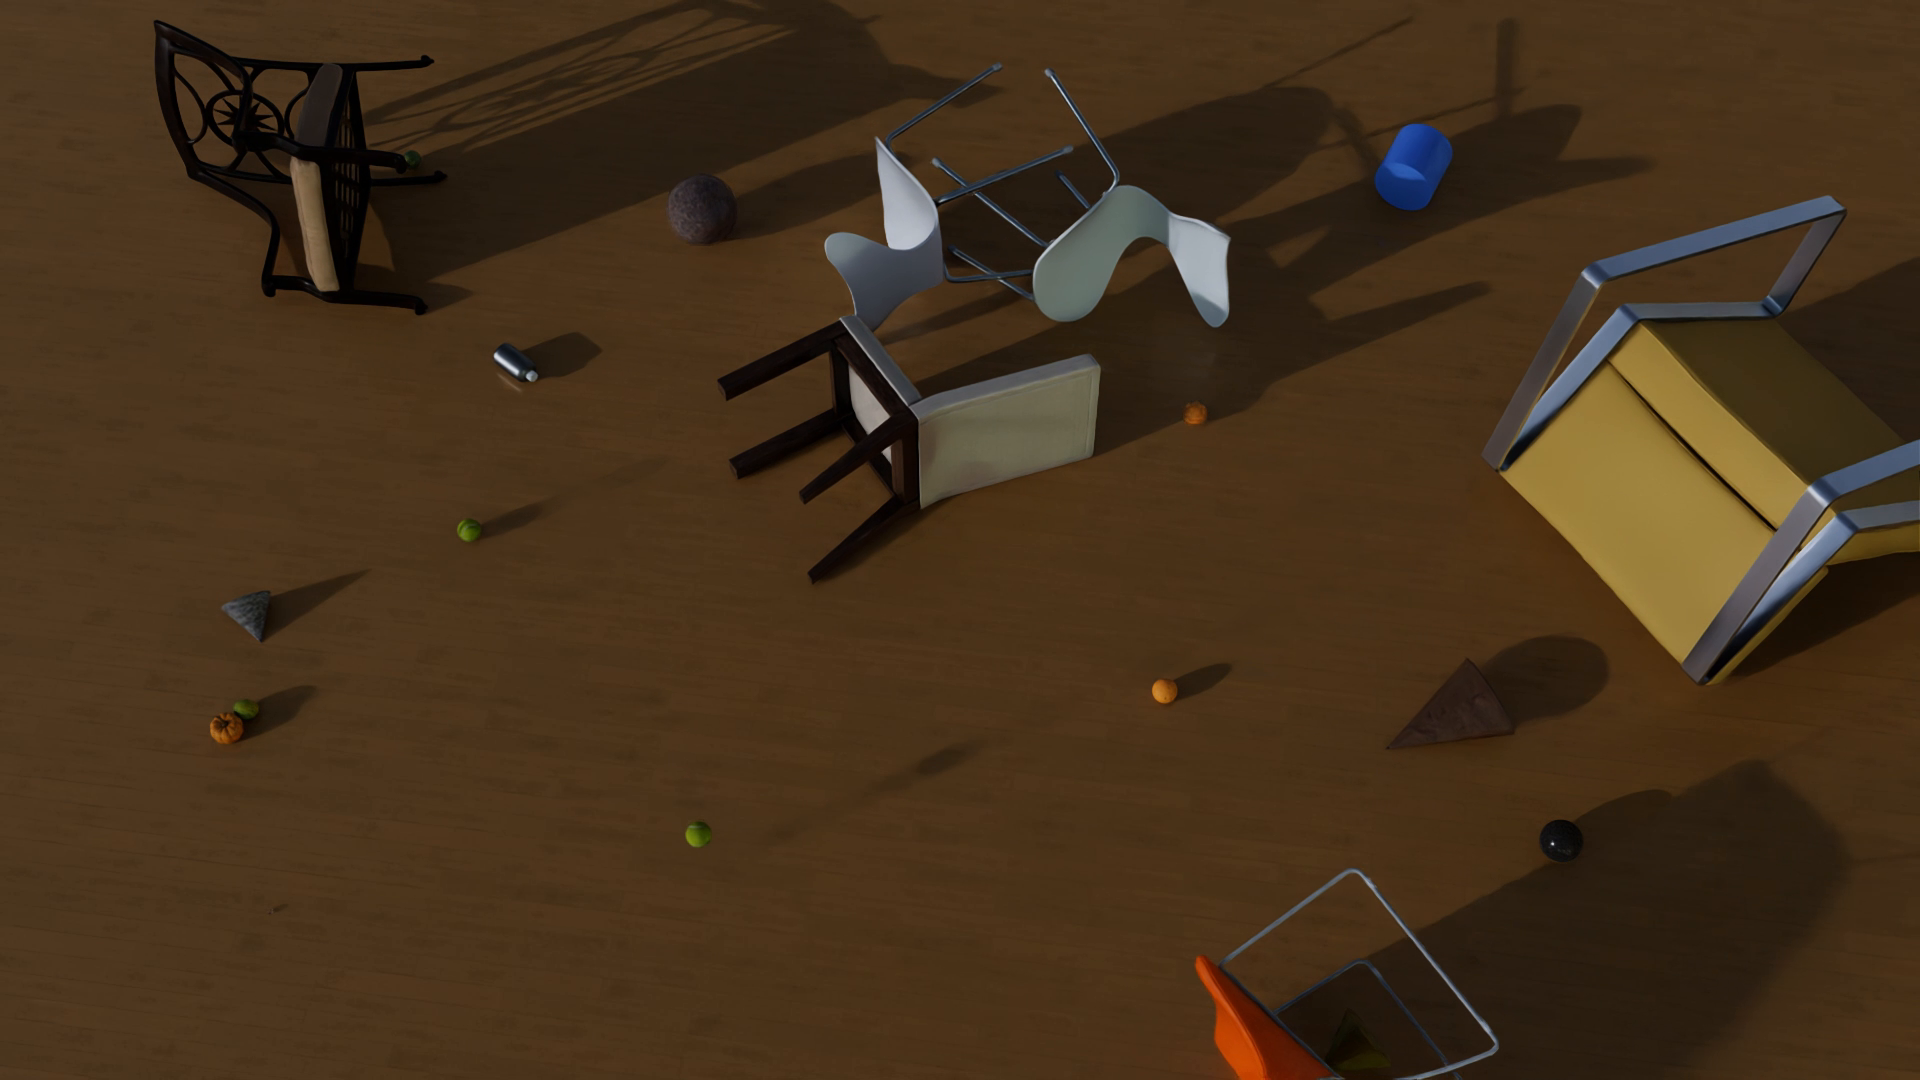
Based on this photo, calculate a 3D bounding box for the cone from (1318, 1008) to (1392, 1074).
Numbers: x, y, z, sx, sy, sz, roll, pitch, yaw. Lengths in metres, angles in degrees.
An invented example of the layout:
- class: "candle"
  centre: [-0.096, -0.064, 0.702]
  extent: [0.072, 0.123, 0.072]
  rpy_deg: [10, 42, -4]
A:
- class: "cone"
  centre: [0.983, 1.322, 5.641]
  extent: [0.169, 0.171, 0.177]
  rpy_deg: [-39, 59, 7]

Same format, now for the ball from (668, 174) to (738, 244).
- class: "ball"
  centre: [-0.838, -1.077, 7.160]
  extent: [0.227, 0.227, 0.227]
  rpy_deg: [0, 56, 0]

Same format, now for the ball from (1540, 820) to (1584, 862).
- class: "ball"
  centre: [1.628, 0.815, 5.957]
  extent: [0.116, 0.116, 0.116]
  rpy_deg: [0, 56, 0]

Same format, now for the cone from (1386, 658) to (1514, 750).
- class: "cone"
  centre: [1.344, 0.514, 6.189]
  extent: [0.337, 0.132, 0.260]
  rpy_deg: [-26, 60, -4]

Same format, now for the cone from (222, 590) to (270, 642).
- class: "cone"
  centre: [-2.050, 0.237, 6.382]
  extent: [0.144, 0.120, 0.136]
  rpy_deg: [-21, 82, -16]

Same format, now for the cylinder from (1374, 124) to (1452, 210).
- class: "cylinder"
  centre: [1.502, -1.235, 7.281]
  extent: [0.196, 0.204, 0.201]
  rpy_deg: [4, 50, 39]
